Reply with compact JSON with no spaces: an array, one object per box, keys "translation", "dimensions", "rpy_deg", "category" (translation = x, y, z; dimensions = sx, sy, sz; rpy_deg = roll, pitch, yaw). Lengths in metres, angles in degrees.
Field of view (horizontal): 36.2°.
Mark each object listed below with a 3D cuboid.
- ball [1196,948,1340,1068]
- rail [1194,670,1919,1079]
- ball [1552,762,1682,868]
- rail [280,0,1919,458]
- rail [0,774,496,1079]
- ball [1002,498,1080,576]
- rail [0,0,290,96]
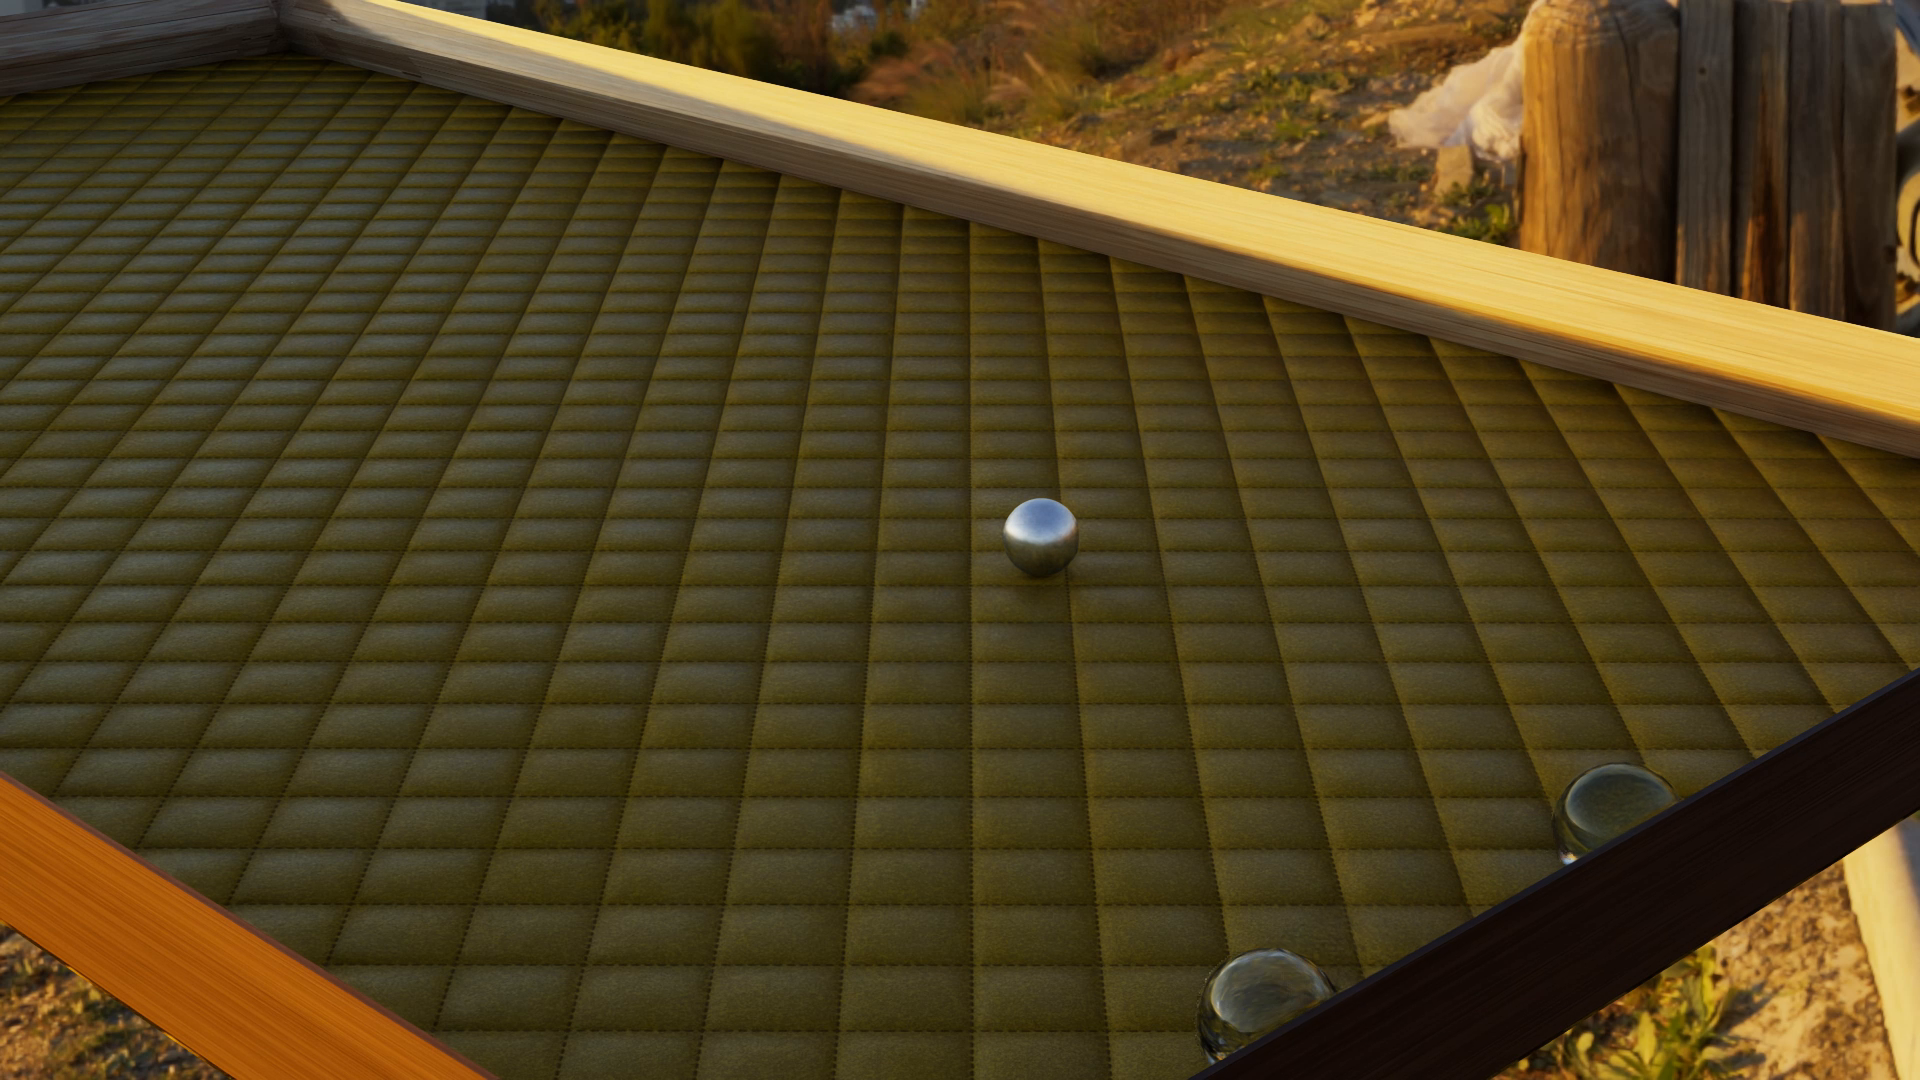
[{"translation":[0.195,0.303,1.849],"dimensions":[0.093,0.093,0.093],"rpy_deg":[0,21,0],"category":"ball"},{"translation":[0.583,0.187,2.111],"dimensions":[1.877,0.123,0.045],"rpy_deg":[-19,28,-41],"category":"rail"},{"translation":[0.472,0.206,2.103],"dimensions":[0.095,0.095,0.095],"rpy_deg":[0,21,0],"category":"ball"},{"translation":[0.048,-0.460,3.827],"dimensions":[0.045,0.123,3.401],"rpy_deg":[-19,28,-41],"category":"rail"},{"translation":[-1.248,-0.004,2.618],"dimensions":[0.045,0.123,3.401],"rpy_deg":[-19,28,-41],"category":"rail"},{"translation":[0.074,-0.003,2.690],"dimensions":[0.071,0.071,0.071],"rpy_deg":[0,21,0],"category":"ball"},{"translation":[-1.783,-0.651,4.334],"dimensions":[1.877,0.123,0.045],"rpy_deg":[-19,28,-41],"category":"rail"}]
